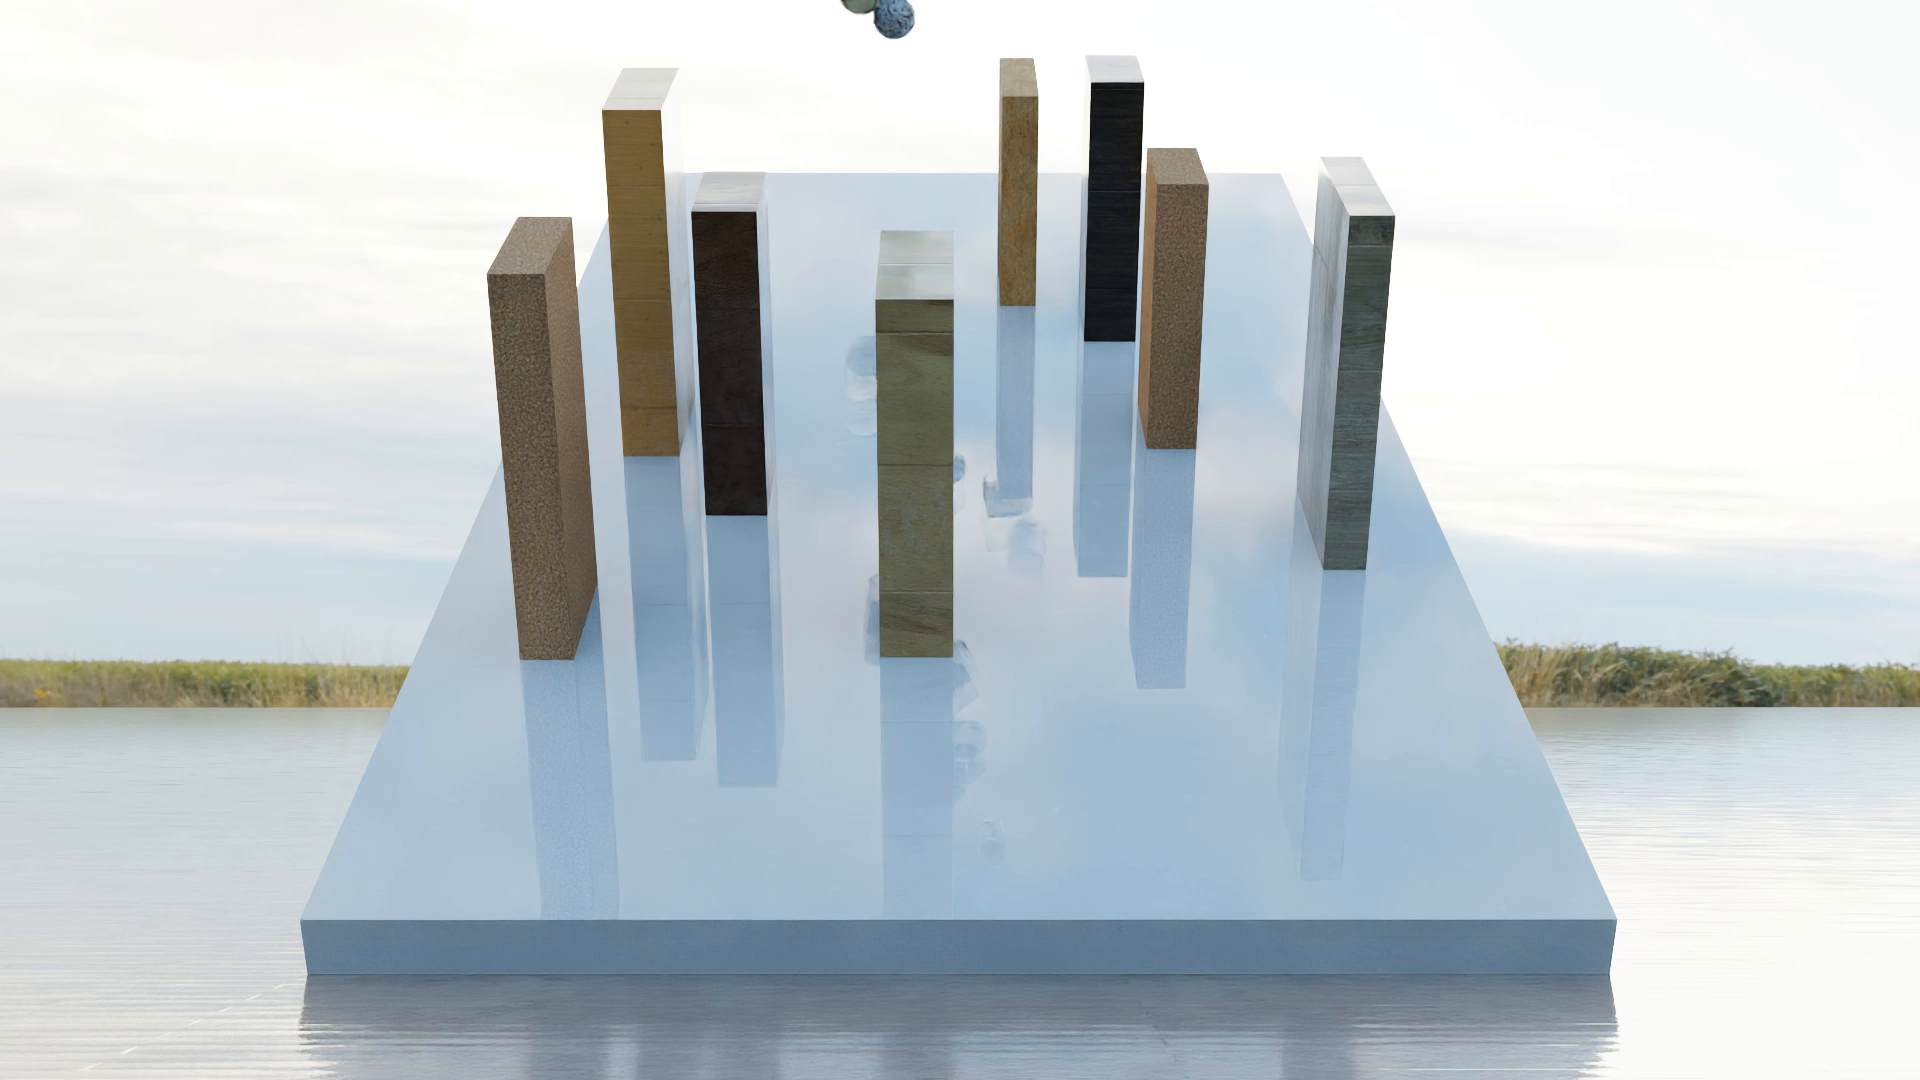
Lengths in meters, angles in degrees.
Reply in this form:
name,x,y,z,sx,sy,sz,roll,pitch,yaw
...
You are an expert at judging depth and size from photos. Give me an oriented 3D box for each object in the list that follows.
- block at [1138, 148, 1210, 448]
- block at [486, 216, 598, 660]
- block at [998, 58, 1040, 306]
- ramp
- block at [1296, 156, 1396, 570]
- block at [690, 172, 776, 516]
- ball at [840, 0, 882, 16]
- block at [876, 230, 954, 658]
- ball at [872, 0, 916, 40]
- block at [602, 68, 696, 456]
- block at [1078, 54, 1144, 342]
name,x,y,z,sx,sy,sz,roll,pitch,yaw
block,0.471,-0.538,5.215,0.111,0.608,0.284,0,25,0
block,-0.759,-0.186,4.298,0.099,0.744,0.326,0,25,0
block,0.150,-0.943,6.142,0.092,0.550,0.406,0,25,0
ramp,-0.009,-0.229,5.388,2.000,0.100,4.000,0,25,0
block,0.764,-0.356,4.684,0.086,0.731,0.396,0,25,0
block,-0.466,-0.408,4.876,0.129,0.657,0.281,0,25,0
ball,-0.292,-1.604,6.861,0.133,0.133,0.133,0,-4,0
block,-0.080,-0.181,4.347,0.135,0.696,0.386,0,25,0
ball,-0.195,-1.546,6.940,0.127,0.127,0.127,0,-4,0
block,-0.681,-0.613,5.169,0.124,0.778,0.359,0,25,0
block,0.373,-0.847,5.819,0.129,0.654,0.272,0,25,0
